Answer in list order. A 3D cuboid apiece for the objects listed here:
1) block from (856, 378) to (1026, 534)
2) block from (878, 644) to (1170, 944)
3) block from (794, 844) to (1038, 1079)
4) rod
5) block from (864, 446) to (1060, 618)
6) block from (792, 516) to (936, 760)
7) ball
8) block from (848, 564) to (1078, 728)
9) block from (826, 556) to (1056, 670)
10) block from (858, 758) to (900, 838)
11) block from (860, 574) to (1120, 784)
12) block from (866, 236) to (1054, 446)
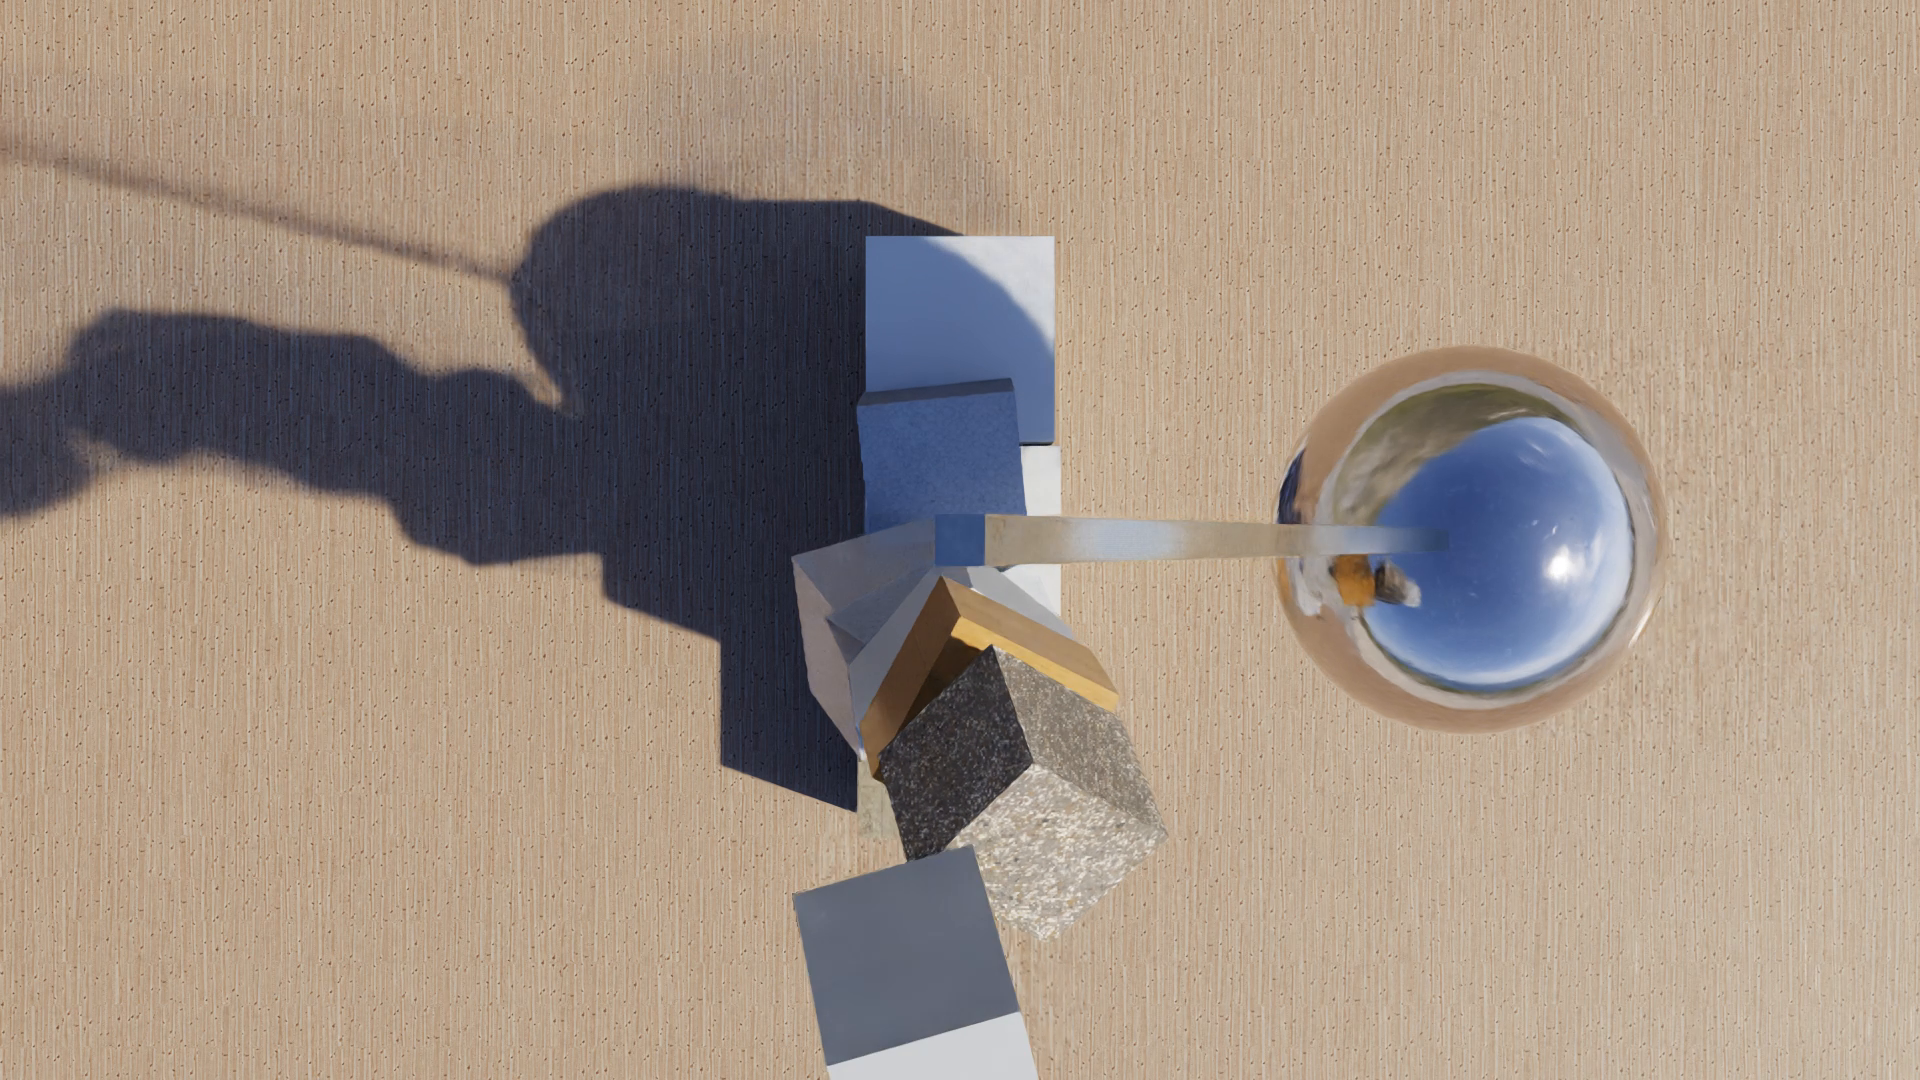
[{"bbox_3d":[-0.086,-0.407,11.445,0.797,0.818,0.733,-6,99,1],"label":"block"},{"bbox_3d":[0.208,0.872,7.519,0.655,0.597,0.596,31,114,-33],"label":"block"},{"bbox_3d":[-0.116,1.500,6.907,0.590,0.711,0.640,-15,128,-2],"label":"block"},{"bbox_3d":[0.899,0.000,5.843,0.080,5.200,0.080,0,90,20],"label":"rod"},{"bbox_3d":[0.014,-0.034,12.535,1.078,0.929,0.967,0,90,0],"label":"block"},{"bbox_3d":[-0.302,0.461,10.579,0.739,0.692,0.771,-16,121,-19],"label":"block"},{"bbox_3d":[2.074,0.000,9.033,1.600,1.600,1.600,0,90,0],"label":"ball"},{"bbox_3d":[0.033,0.550,8.980,0.636,0.740,0.718,38,99,-13],"label":"block"},{"bbox_3d":[0.005,0.564,9.854,0.813,0.649,0.808,-29,108,-14],"label":"block"},{"bbox_3d":[-0.012,1.047,12.532,1.095,0.936,1.175,0,90,0],"label":"block"},{"bbox_3d":[0.096,0.643,8.281,0.667,0.628,0.677,27,98,-12],"label":"block"},{"bbox_3d":[0.002,-1.084,12.420,1.018,1.160,1.107,0,90,0],"label":"block"}]
